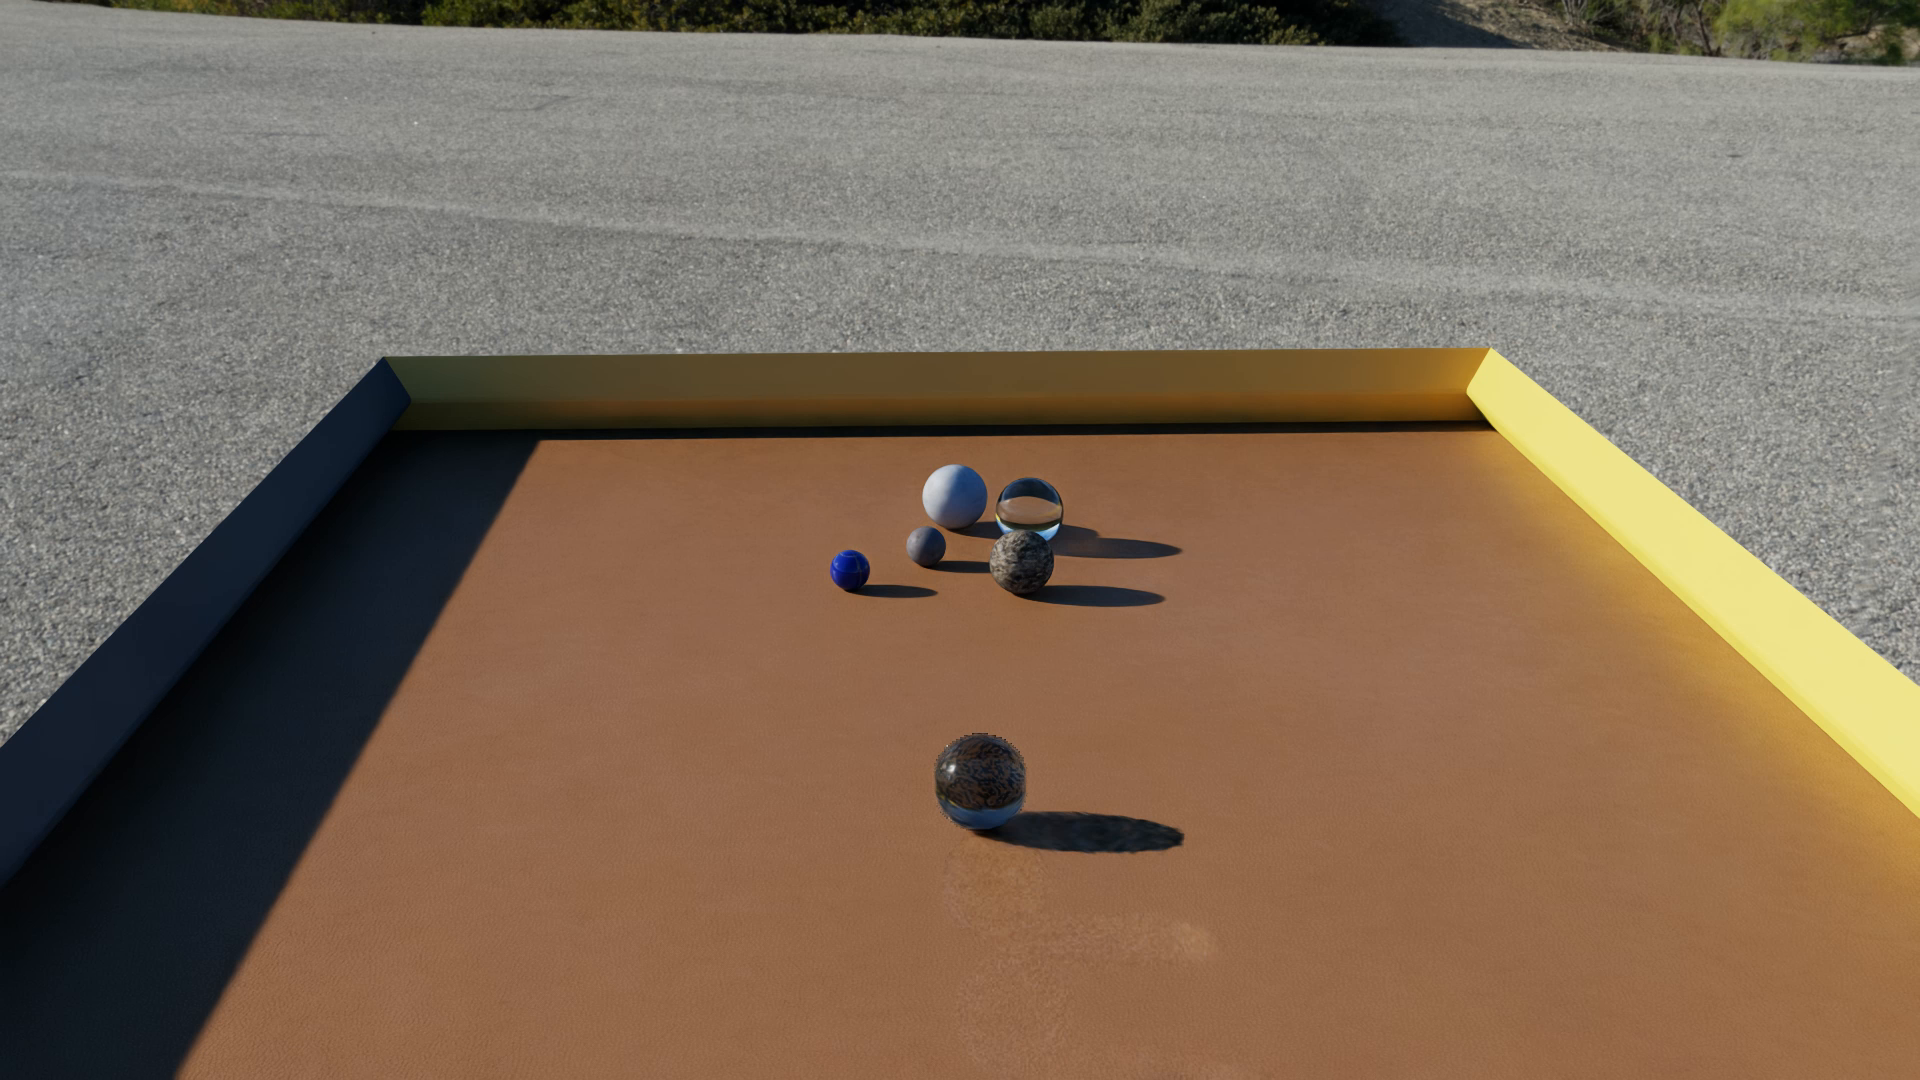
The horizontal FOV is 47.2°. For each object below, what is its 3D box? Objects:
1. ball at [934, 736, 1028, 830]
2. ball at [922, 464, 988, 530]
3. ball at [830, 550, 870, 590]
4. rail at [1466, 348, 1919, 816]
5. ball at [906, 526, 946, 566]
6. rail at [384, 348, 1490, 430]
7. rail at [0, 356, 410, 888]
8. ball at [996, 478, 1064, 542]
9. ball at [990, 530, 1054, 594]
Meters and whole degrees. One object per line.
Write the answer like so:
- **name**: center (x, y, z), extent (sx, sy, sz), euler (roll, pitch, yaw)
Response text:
- **ball**: center (0.018, 0.207, 1.872), extent (0.080, 0.080, 0.080), euler (0, 17, 0)
- **ball**: center (-0.006, -0.053, 2.708), extent (0.081, 0.081, 0.081), euler (0, 17, 0)
- **ball**: center (-0.124, 0.034, 2.486), extent (0.046, 0.046, 0.046), euler (0, 17, 0)
- **rail**: center (0.805, 0.170, 1.940), extent (0.045, 0.108, 2.698), euler (-1, 17, -2)
- **ball**: center (-0.040, 0.007, 2.571), extent (0.047, 0.047, 0.047), euler (0, 17, 0)
- **rail**: center (-0.025, -0.214, 3.177), extent (1.607, 0.108, 0.045), euler (-1, 17, -2)
- **rail**: center (-0.754, 0.188, 1.884), extent (0.045, 0.108, 2.698), euler (-1, 17, -2)
- **ball**: center (0.084, -0.034, 2.642), extent (0.083, 0.083, 0.083), euler (0, 17, 0)
- **ball**: center (0.069, 0.024, 2.471), extent (0.073, 0.073, 0.073), euler (0, 17, 0)
